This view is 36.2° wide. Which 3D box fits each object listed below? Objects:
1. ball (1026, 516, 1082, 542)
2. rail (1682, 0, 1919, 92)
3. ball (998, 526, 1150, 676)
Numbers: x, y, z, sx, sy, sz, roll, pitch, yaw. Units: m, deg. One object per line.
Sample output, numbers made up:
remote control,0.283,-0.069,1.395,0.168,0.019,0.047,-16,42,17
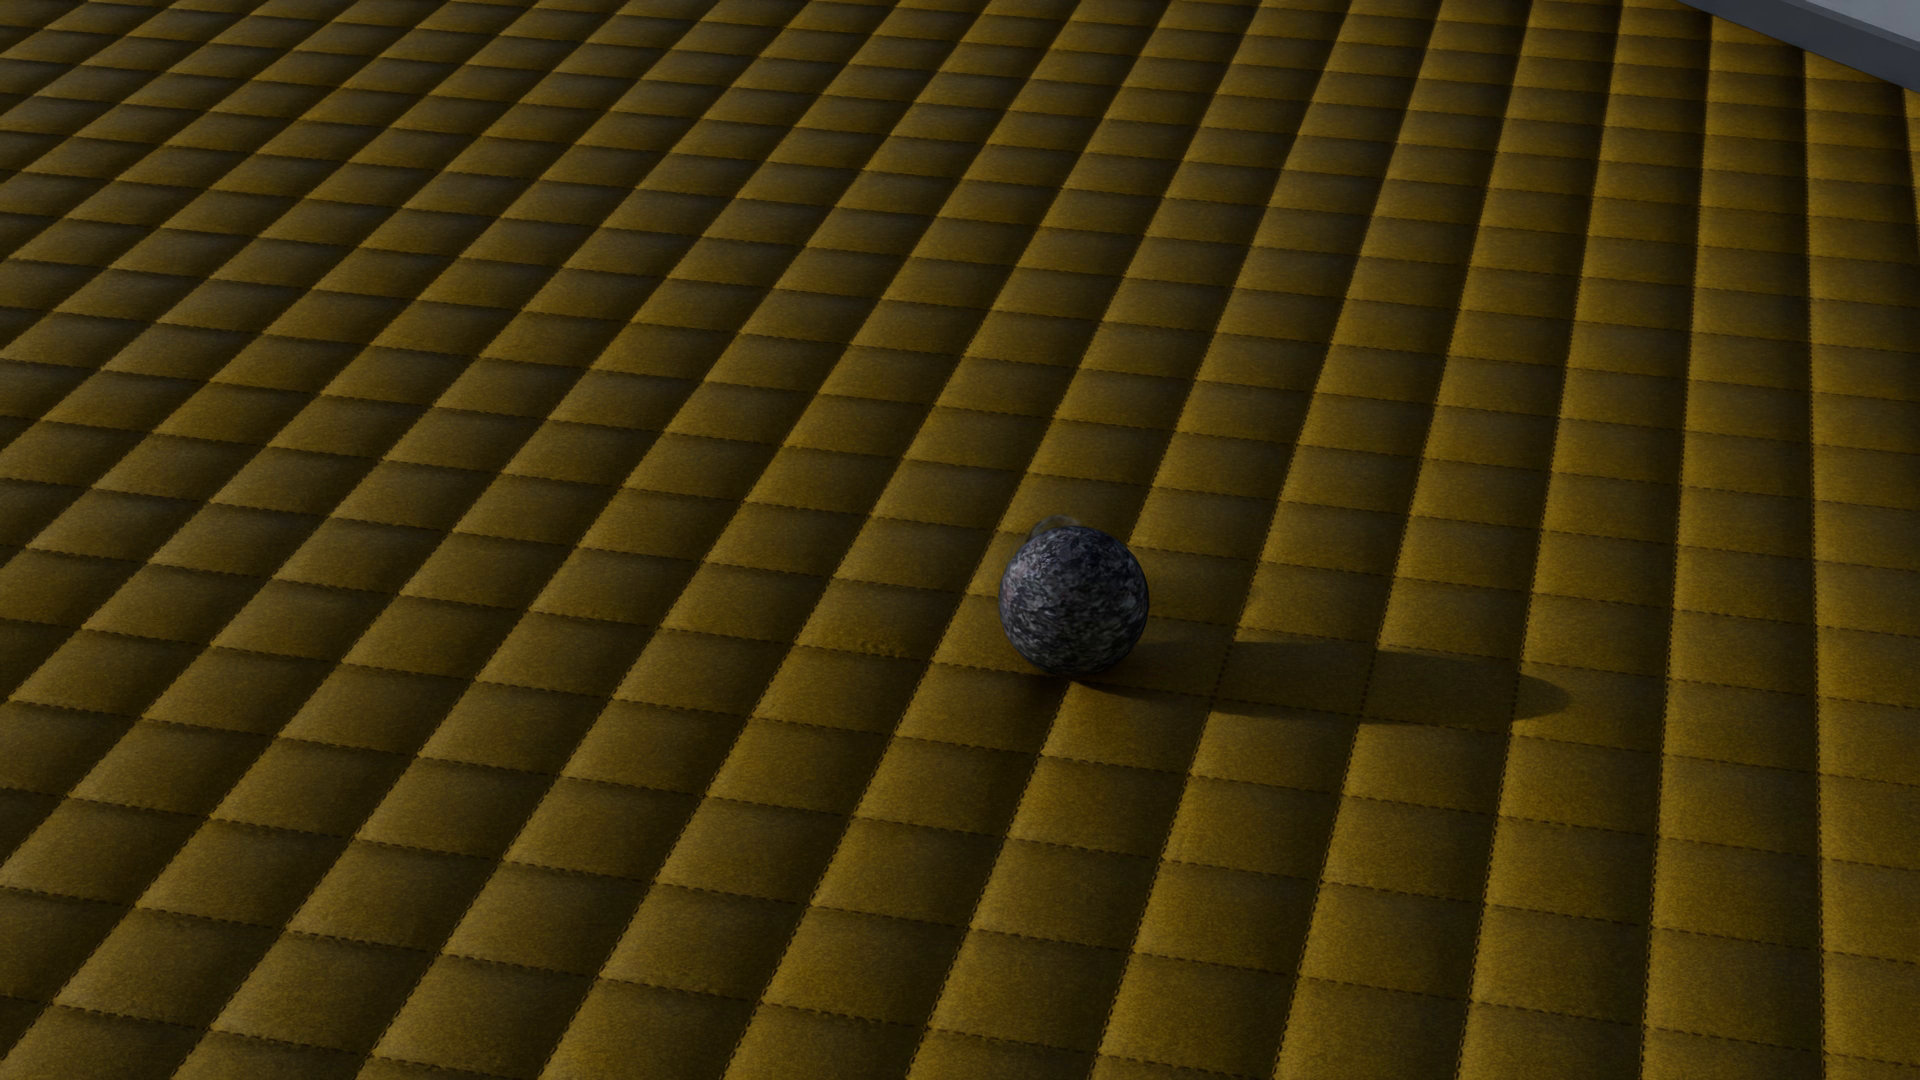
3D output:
ball,0.064,0.005,1.900,0.042,0.042,0.042,0,28,0
rail,0.486,-0.763,3.244,0.045,0.119,4.311,-16,32,-27
ball,0.069,0.037,1.787,0.092,0.092,0.092,0,28,0
